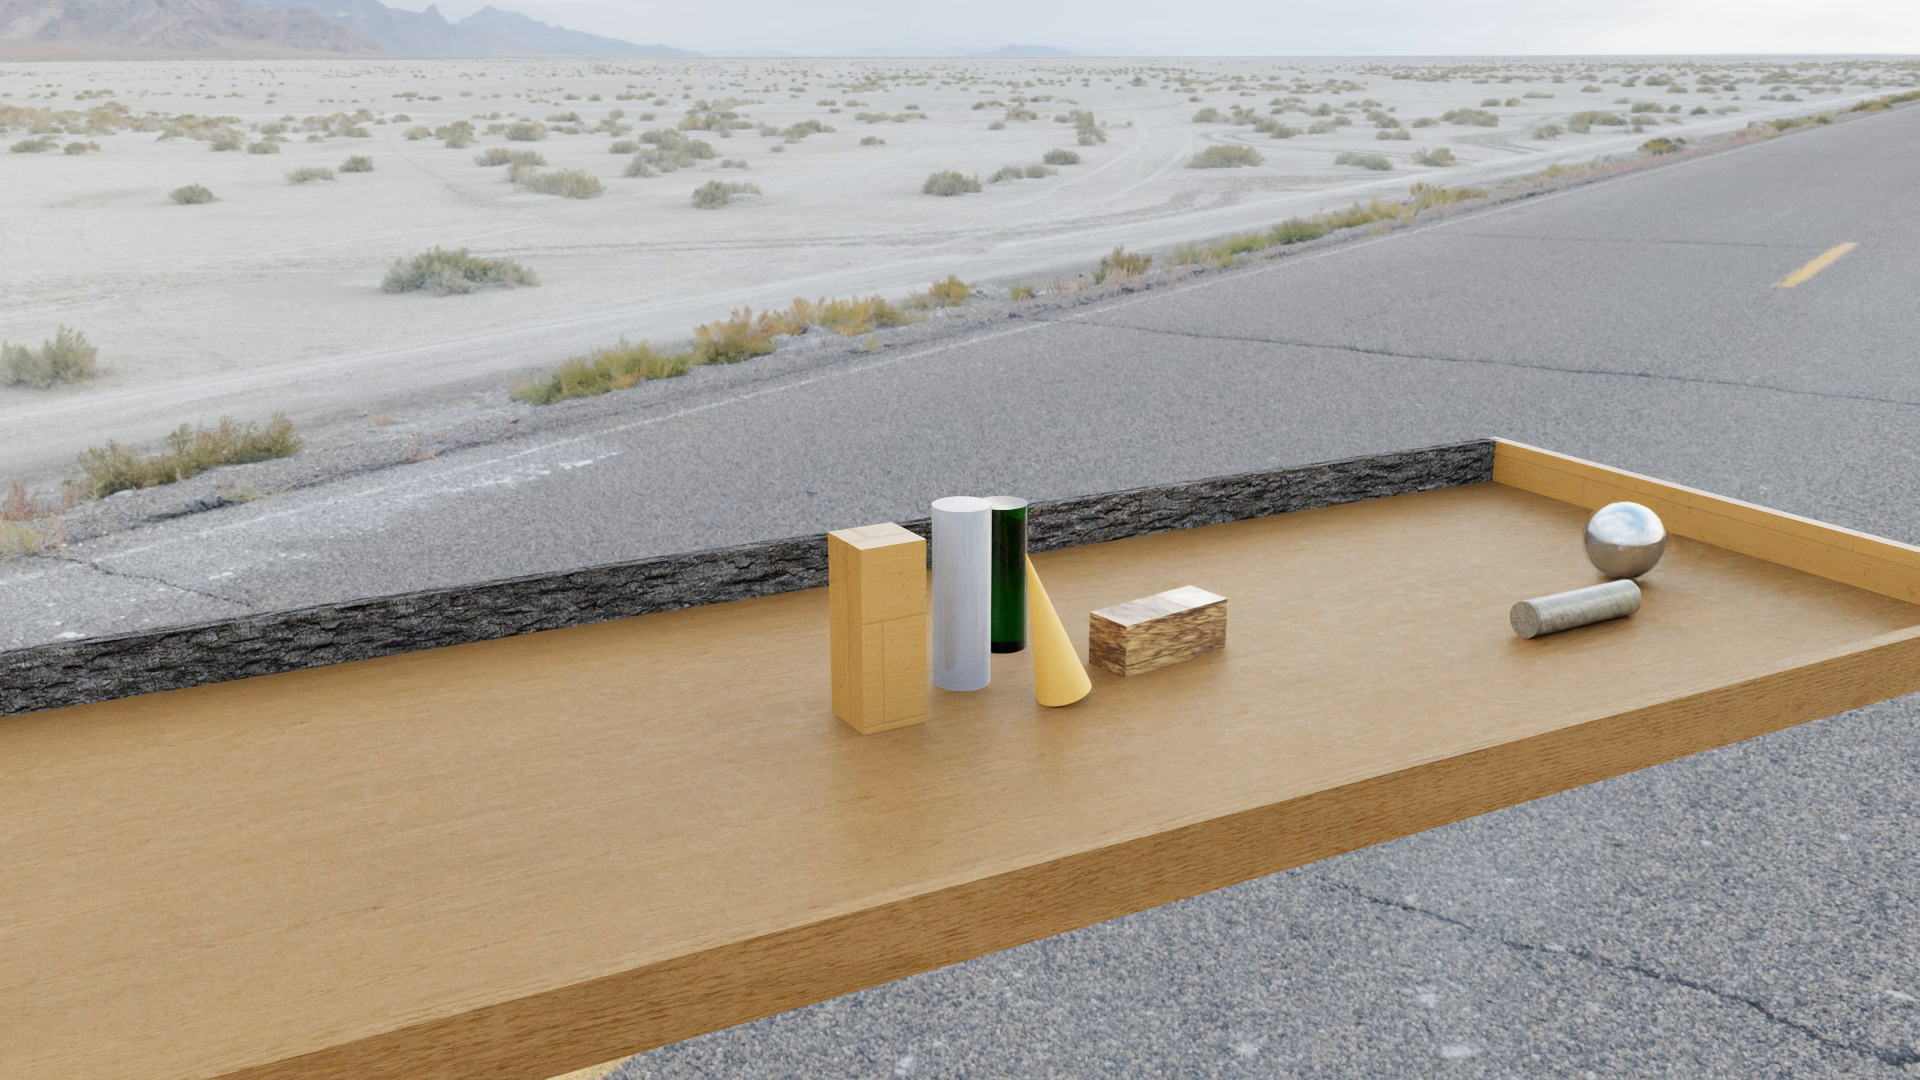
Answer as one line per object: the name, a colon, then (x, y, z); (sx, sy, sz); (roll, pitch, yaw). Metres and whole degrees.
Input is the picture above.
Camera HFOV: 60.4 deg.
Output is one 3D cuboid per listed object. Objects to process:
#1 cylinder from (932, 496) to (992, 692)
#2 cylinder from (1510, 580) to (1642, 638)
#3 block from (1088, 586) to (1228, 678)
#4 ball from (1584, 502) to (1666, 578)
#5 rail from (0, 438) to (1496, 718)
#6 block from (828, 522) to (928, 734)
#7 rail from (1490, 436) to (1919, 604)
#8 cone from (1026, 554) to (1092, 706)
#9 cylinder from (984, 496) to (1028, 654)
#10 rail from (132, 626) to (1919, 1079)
cylinder: (0.004, 0.133, 4.087); (0.147, 0.460, 0.147); (0, 16, 0)
cylinder: (1.697, 0.187, 4.539); (0.404, 0.101, 0.101); (-9, 19, -28)
block: (0.518, 0.236, 4.306); (0.361, 0.139, 0.139); (-12, 20, -36)
ball: (1.991, 0.001, 4.942); (0.231, 0.231, 0.231); (0, 16, 0)
rail: (-3.305, 0.497, 3.399); (12.000, 0.150, 0.050); (-9, 18, -27)
block: (-0.192, 0.205, 3.864); (0.168, 0.448, 0.168); (-9, 19, -29)
rail: (2.466, -0.048, 5.253); (0.050, 0.150, 2.100); (-9, 18, -27)
cone: (0.204, 0.199, 3.958); (0.139, 0.382, 0.139); (-14, 22, 6)
cylinder: (0.110, 0.091, 4.347); (0.137, 0.393, 0.137); (0, 16, 0)
rail: (-2.336, 1.006, 1.665); (12.000, 0.150, 0.050); (-9, 18, -27)
